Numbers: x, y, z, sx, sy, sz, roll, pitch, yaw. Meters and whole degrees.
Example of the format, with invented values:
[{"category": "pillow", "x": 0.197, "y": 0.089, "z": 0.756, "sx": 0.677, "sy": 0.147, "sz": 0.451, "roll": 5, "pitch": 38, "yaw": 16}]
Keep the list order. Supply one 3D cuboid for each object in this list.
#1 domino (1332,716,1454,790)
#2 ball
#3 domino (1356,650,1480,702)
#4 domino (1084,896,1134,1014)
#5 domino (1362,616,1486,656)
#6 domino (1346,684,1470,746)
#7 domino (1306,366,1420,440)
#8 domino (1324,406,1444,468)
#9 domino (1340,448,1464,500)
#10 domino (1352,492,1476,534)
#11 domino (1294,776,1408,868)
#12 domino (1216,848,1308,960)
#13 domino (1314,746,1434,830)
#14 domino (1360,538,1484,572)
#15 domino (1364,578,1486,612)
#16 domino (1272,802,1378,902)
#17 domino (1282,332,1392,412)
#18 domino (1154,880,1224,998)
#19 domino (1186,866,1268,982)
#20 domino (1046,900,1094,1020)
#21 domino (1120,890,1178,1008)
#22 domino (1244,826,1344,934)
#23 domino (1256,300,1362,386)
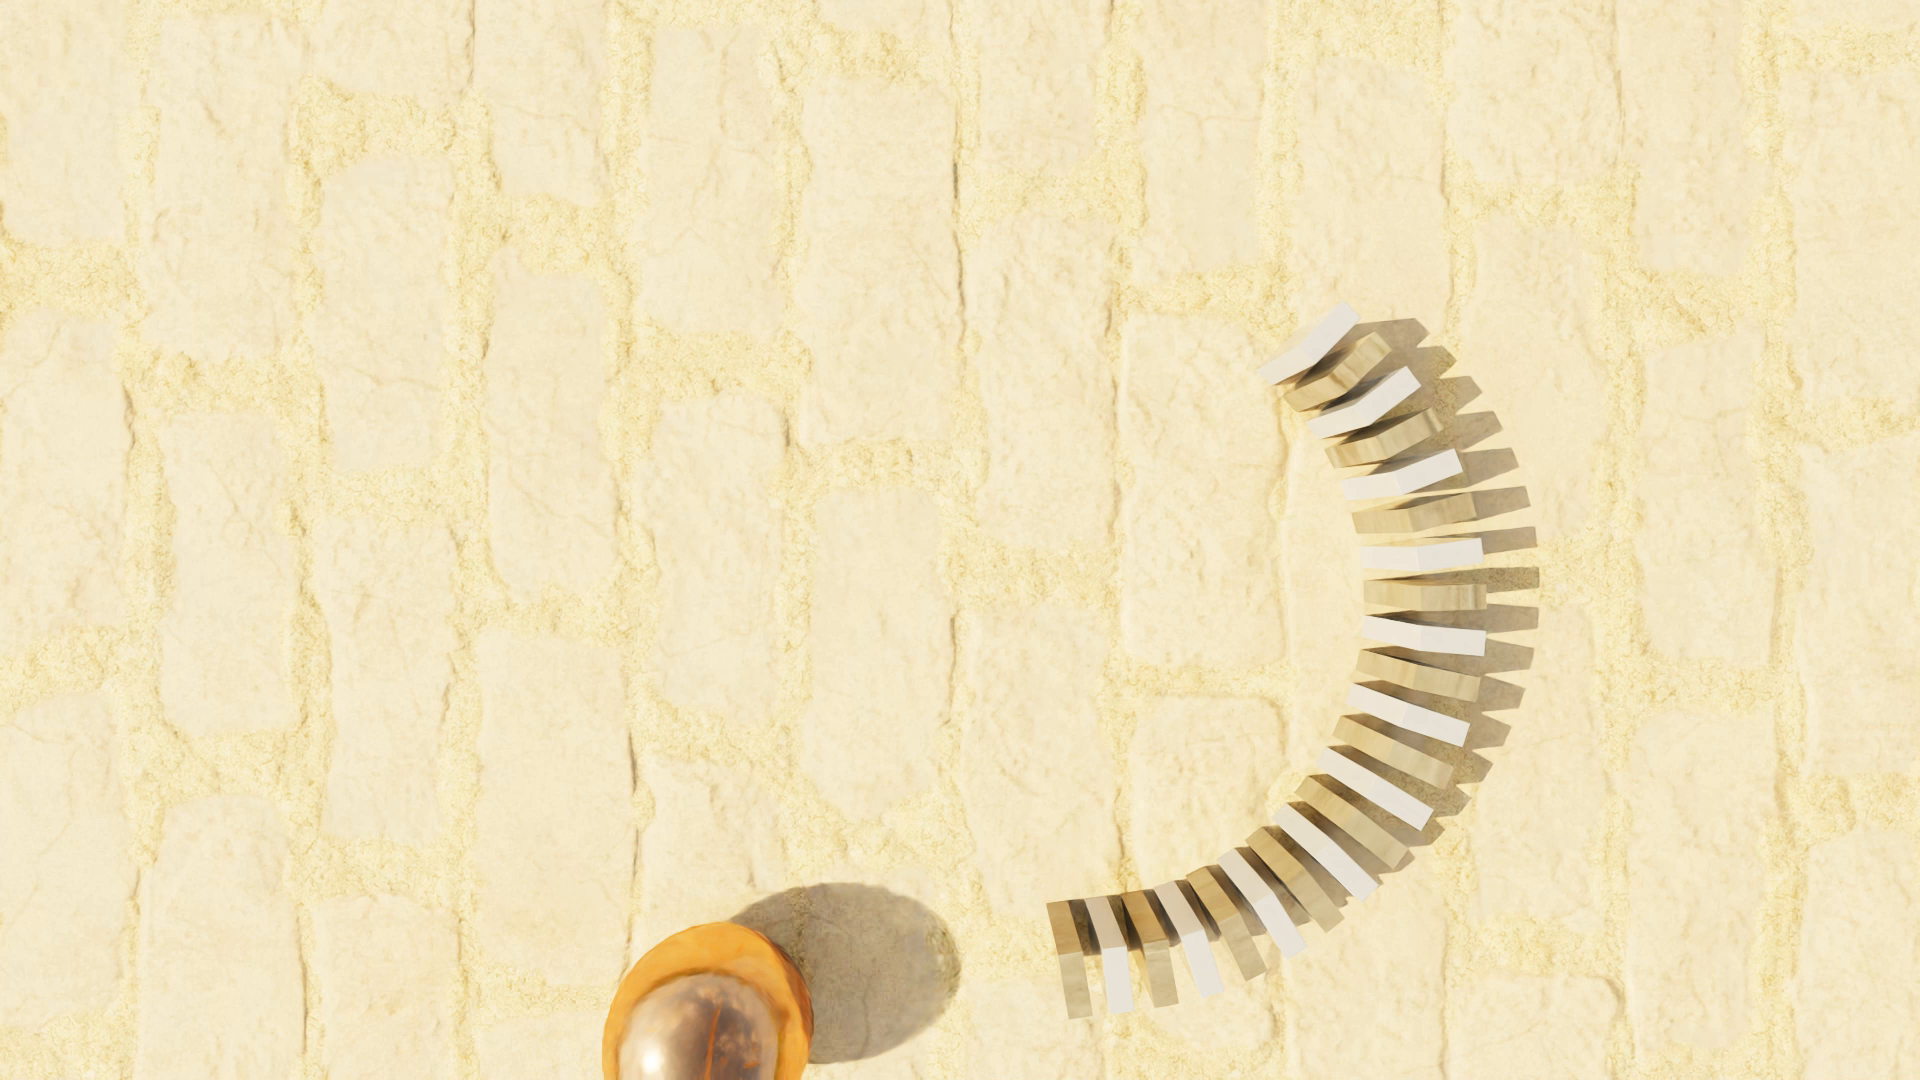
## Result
[{"category": "domino", "x": 0.176, "y": 0.086, "z": 0.375, "sx": 0.025, "sy": 0.050, "sz": 0.009, "roll": 24, "pitch": 90, "yaw": 0}, {"category": "ball", "x": -0.098, "y": 0.194, "z": 0.360, "sx": 0.080, "sy": 0.080, "sz": 0.080, "roll": 0, "pitch": 90, "yaw": 0}, {"category": "domino", "x": 0.186, "y": 0.055, "z": 0.375, "sx": 0.025, "sy": 0.050, "sz": 0.010, "roll": 12, "pitch": 90, "yaw": 0}, {"category": "domino", "x": 0.061, "y": 0.168, "z": 0.375, "sx": 0.010, "sy": 0.050, "sz": 0.025, "roll": -7, "pitch": 90, "yaw": 0}, {"category": "domino", "x": 0.188, "y": 0.039, "z": 0.375, "sx": 0.025, "sy": 0.050, "sz": 0.010, "roll": 5, "pitch": 90, "yaw": 0}, {"category": "domino", "x": 0.182, "y": 0.071, "z": 0.375, "sx": 0.025, "sy": 0.050, "sz": 0.009, "roll": 18, "pitch": 90, "yaw": 0}, {"category": "domino", "x": 0.163, "y": -0.055, "z": 0.375, "sx": 0.025, "sy": 0.050, "sz": 0.010, "roll": -37, "pitch": 90, "yaw": 0}, {"category": "domino", "x": 0.172, "y": -0.041, "z": 0.375, "sx": 0.025, "sy": 0.050, "sz": 0.009, "roll": -28, "pitch": 90, "yaw": 0}, {"category": "domino", "x": 0.179, "y": -0.026, "z": 0.375, "sx": 0.025, "sy": 0.050, "sz": 0.009, "roll": -21, "pitch": 90, "yaw": 0}, {"category": "domino", "x": 0.184, "y": -0.010, "z": 0.375, "sx": 0.025, "sy": 0.050, "sz": 0.009, "roll": -15, "pitch": 90, "yaw": 0}, {"category": "domino", "x": 0.159, "y": 0.114, "z": 0.375, "sx": 0.025, "sy": 0.050, "sz": 0.010, "roll": 38, "pitch": 90, "yaw": 0}, {"category": "domino", "x": 0.122, "y": 0.147, "z": 0.375, "sx": 0.009, "sy": 0.050, "sz": 0.025, "roll": -33, "pitch": 90, "yaw": 0}, {"category": "domino", "x": 0.168, "y": 0.101, "z": 0.375, "sx": 0.025, "sy": 0.050, "sz": 0.009, "roll": 31, "pitch": 90, "yaw": 0}, {"category": "domino", "x": 0.187, "y": 0.006, "z": 0.375, "sx": 0.025, "sy": 0.050, "sz": 0.009, "roll": -8, "pitch": 90, "yaw": 0}, {"category": "domino", "x": 0.189, "y": 0.022, "z": 0.375, "sx": 0.025, "sy": 0.050, "sz": 0.010, "roll": -2, "pitch": 90, "yaw": 0}, {"category": "domino", "x": 0.148, "y": 0.127, "z": 0.375, "sx": 0.025, "sy": 0.050, "sz": 0.009, "roll": 44, "pitch": 90, "yaw": 0}, {"category": "domino", "x": 0.153, "y": -0.068, "z": 0.375, "sx": 0.025, "sy": 0.050, "sz": 0.010, "roll": -43, "pitch": 90, "yaw": 0}, {"category": "domino", "x": 0.093, "y": 0.162, "z": 0.375, "sx": 0.009, "sy": 0.050, "sz": 0.025, "roll": -19, "pitch": 90, "yaw": 0}, {"category": "domino", "x": 0.108, "y": 0.155, "z": 0.375, "sx": 0.009, "sy": 0.050, "sz": 0.025, "roll": -26, "pitch": 90, "yaw": 0}, {"category": "domino", "x": 0.044, "y": 0.170, "z": 0.375, "sx": 0.009, "sy": 0.050, "sz": 0.025, "roll": -9, "pitch": 90, "yaw": 0}, {"category": "domino", "x": 0.077, "y": 0.166, "z": 0.375, "sx": 0.009, "sy": 0.050, "sz": 0.025, "roll": -10, "pitch": 90, "yaw": 0}, {"category": "domino", "x": 0.136, "y": 0.138, "z": 0.375, "sx": 0.010, "sy": 0.050, "sz": 0.025, "roll": -39, "pitch": 90, "yaw": 0}, {"category": "domino", "x": 0.141, "y": -0.079, "z": 0.375, "sx": 0.010, "sy": 0.050, "sz": 0.025, "roll": 45, "pitch": 90, "yaw": 0}]
